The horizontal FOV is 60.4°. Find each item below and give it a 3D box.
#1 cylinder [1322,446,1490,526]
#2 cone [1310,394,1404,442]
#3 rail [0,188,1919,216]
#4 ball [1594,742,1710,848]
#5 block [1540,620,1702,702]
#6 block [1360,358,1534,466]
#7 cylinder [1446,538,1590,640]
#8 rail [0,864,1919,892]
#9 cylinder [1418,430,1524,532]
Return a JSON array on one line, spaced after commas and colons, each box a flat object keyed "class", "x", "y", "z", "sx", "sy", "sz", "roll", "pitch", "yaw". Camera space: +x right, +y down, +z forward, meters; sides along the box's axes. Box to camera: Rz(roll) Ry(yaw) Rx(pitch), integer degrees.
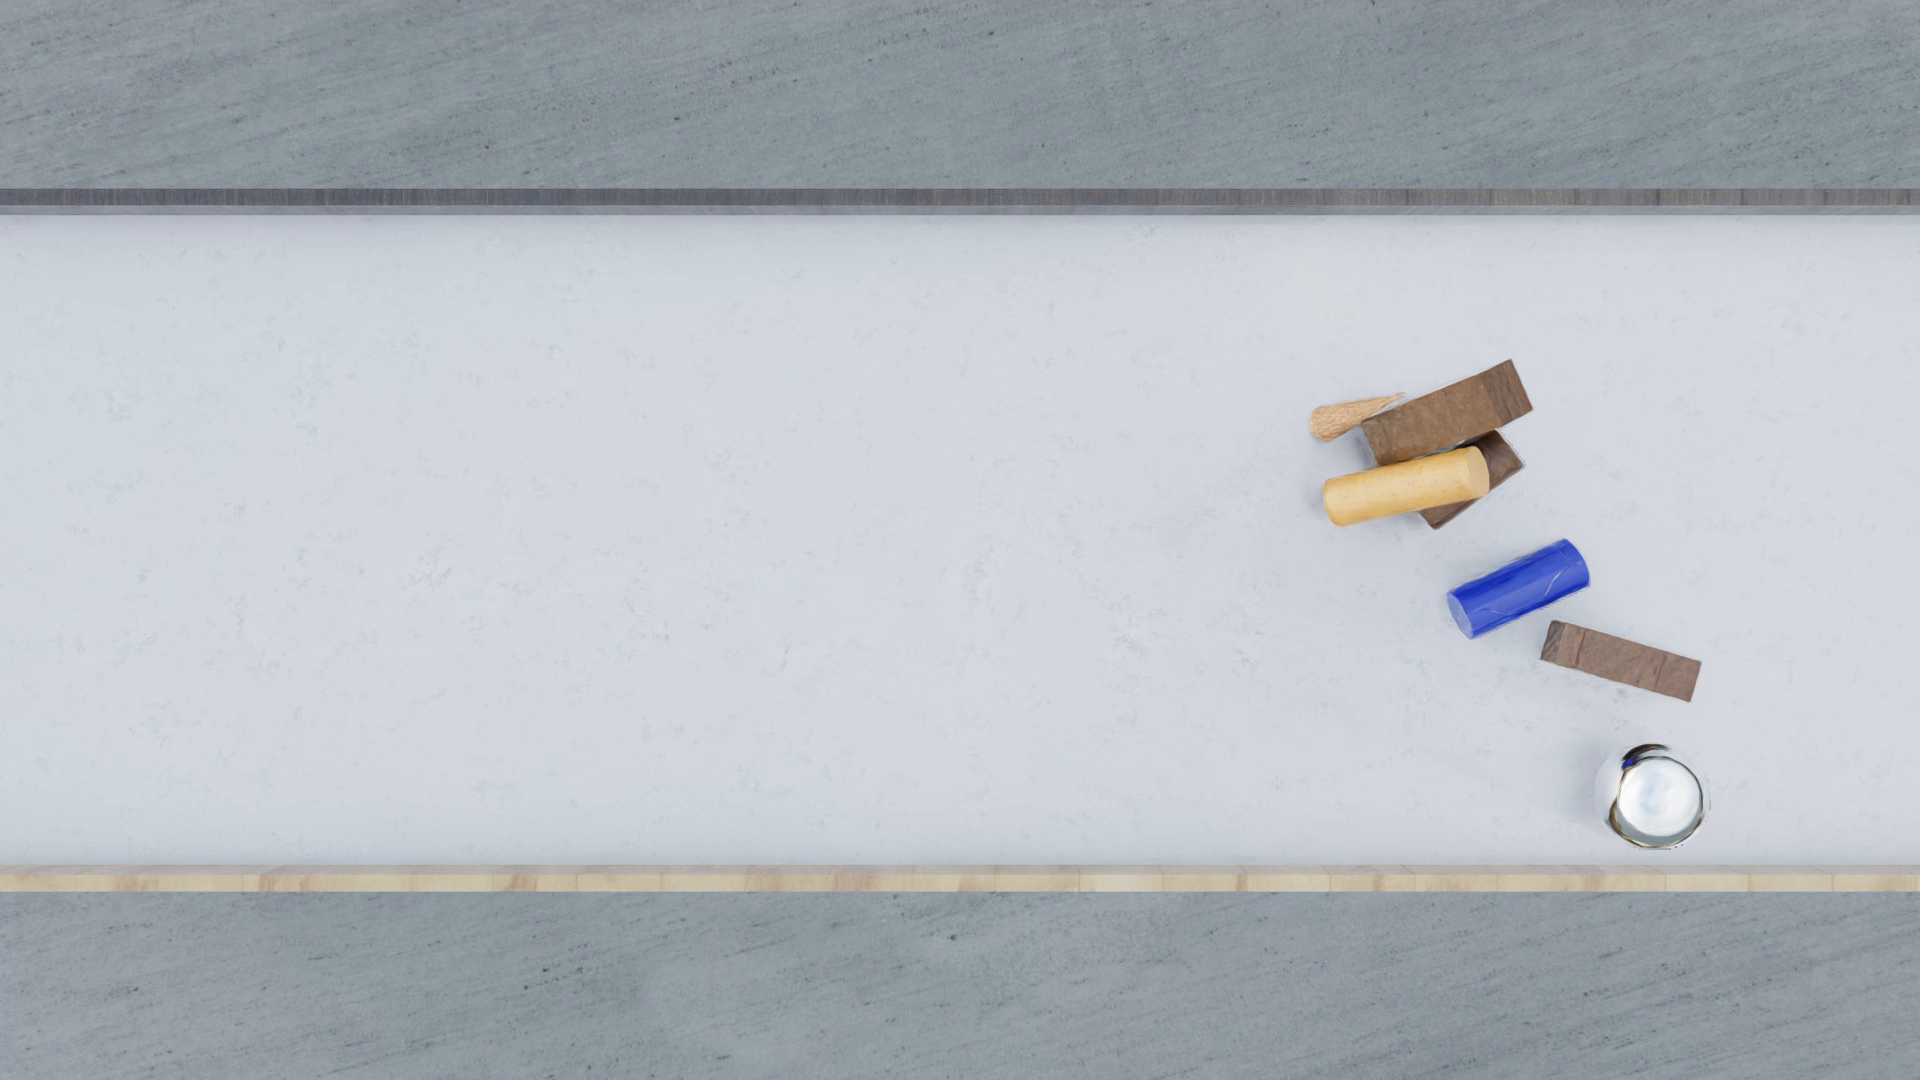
[{"class": "cylinder", "x": 1.312, "y": -0.156, "z": 4.867, "sx": 0.456, "sy": 0.149, "sz": 0.149, "roll": -14, "pitch": 90, "yaw": 39}, {"class": "cone", "x": 1.192, "y": -0.385, "z": 4.872, "sx": 0.110, "sy": 0.398, "sz": 0.110, "roll": 4, "pitch": 80, "yaw": -21}, {"class": "rail", "x": -2.247, "y": -1.025, "z": 5.002, "sx": 12.000, "sy": 0.150, "sz": 0.050, "roll": 0, "pitch": 90, "yaw": 0}, {"class": "ball", "x": 2.041, "y": 0.753, "z": 4.873, "sx": 0.314, "sy": 0.314, "sz": 0.314, "roll": 0, "pitch": 90, "yaw": 0}, {"class": "block", "x": 2.006, "y": 0.367, "z": 5.013, "sx": 0.425, "sy": 0.127, "sz": 0.127, "roll": 16, "pitch": 90, "yaw": 0}, {"class": "block", "x": 1.421, "y": -0.364, "z": 4.843, "sx": 0.162, "sy": 0.458, "sz": 0.162, "roll": -24, "pitch": 90, "yaw": -36}, {"class": "cylinder", "x": 1.688, "y": 0.148, "z": 4.996, "sx": 0.385, "sy": 0.160, "sz": 0.160, "roll": -25, "pitch": 90, "yaw": 0}, {"class": "rail", "x": -2.247, "y": 1.025, "z": 5.001, "sx": 12.000, "sy": 0.150, "sz": 0.050, "roll": 0, "pitch": 90, "yaw": 0}, {"class": "cylinder", "x": 1.508, "y": -0.188, "z": 4.956, "sx": 0.319, "sy": 0.168, "sz": 0.168, "roll": -38, "pitch": 90, "yaw": 14}]
